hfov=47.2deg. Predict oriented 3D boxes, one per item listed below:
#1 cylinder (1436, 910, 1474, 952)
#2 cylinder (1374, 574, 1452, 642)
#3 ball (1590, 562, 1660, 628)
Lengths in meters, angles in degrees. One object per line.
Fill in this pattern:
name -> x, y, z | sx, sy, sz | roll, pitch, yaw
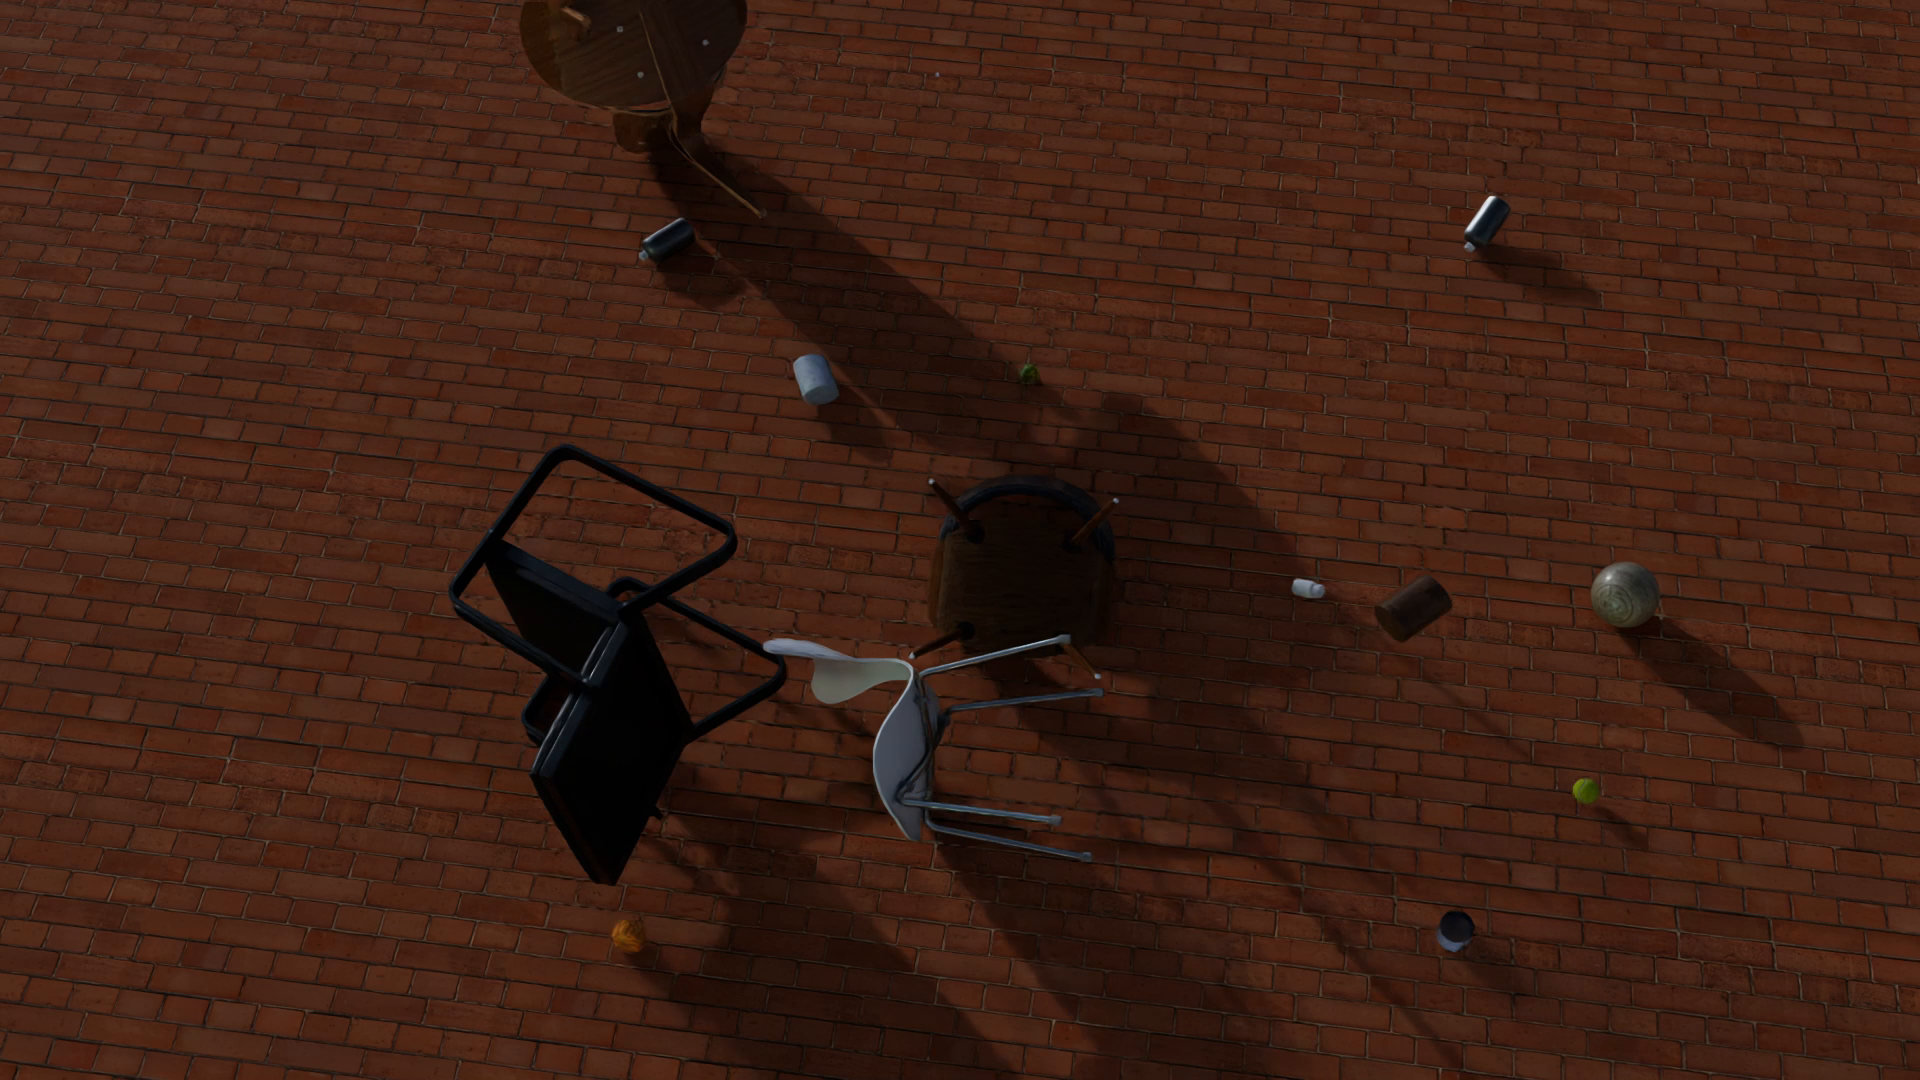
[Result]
cylinder -> 1.315, 1.039, 5.842 | 0.090, 0.057, 0.094 | 38, 64, 23
cylinder -> 1.198, 0.179, 5.813 | 0.162, 0.094, 0.123 | -33, 61, -16
ball -> 1.922, 0.158, 6.352 | 0.193, 0.193, 0.193 | 0, 56, 0
